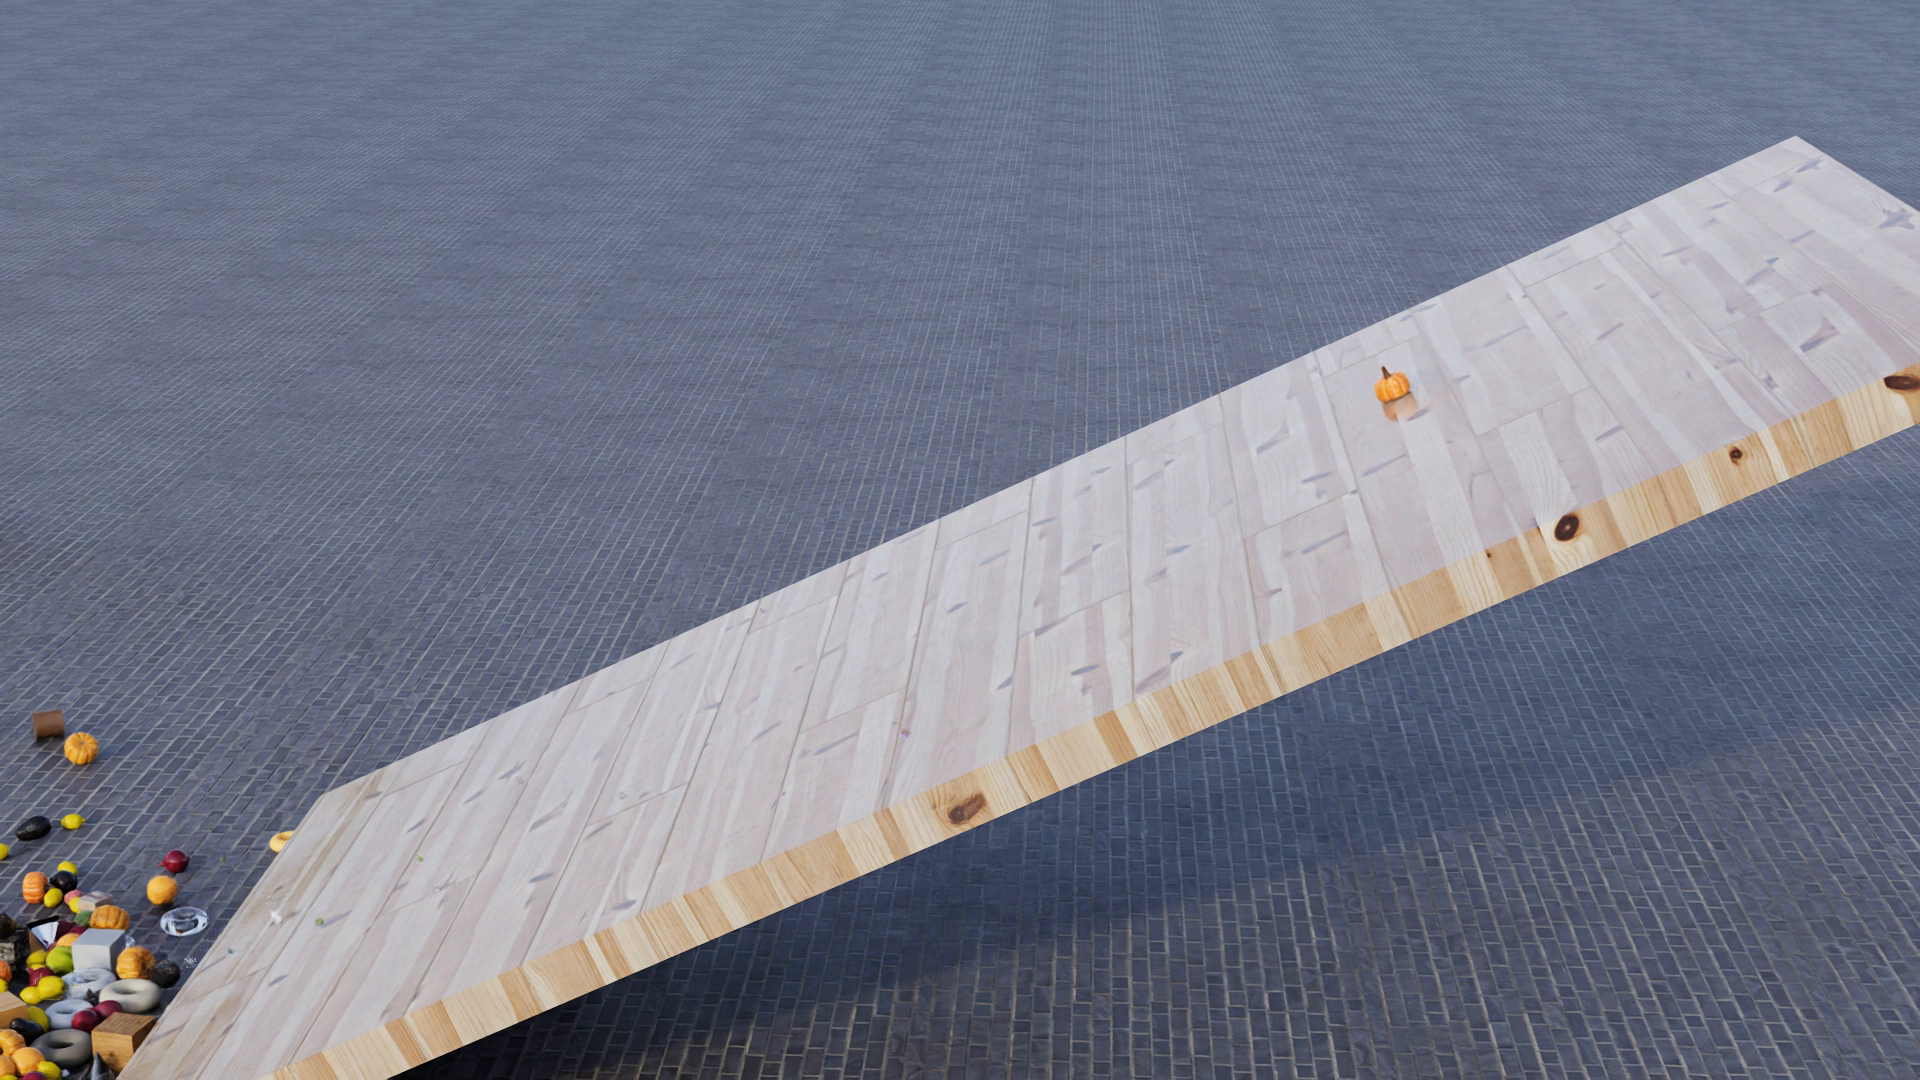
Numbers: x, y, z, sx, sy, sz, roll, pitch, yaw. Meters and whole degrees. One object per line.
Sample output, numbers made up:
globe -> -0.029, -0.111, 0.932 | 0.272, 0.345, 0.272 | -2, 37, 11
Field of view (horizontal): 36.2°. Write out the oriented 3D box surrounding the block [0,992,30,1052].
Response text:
block -> -2.073, 1.042, 6.346 | 0.092, 0.092, 0.092 | -14, 21, -40

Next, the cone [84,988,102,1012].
cone -> -1.928, 1.015, 6.516 | 0.053, 0.053, 0.053 | 0, 16, 0

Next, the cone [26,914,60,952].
cone -> -2.116, 0.918, 6.817 | 0.081, 0.081, 0.081 | -15, -1, 0

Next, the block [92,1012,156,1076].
block -> -1.772, 1.071, 6.241 | 0.096, 0.096, 0.096 | 4, 16, 14

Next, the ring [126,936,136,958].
ring -> -1.959, 0.943, 6.800 | 0.108, 0.036, 0.108 | 1, 17, 0

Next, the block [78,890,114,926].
block -> -2.055, 0.876, 6.999 | 0.057, 0.057, 0.057 | 9, 18, 29

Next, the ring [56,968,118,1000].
ring -> -1.957, 0.998, 6.594 | 0.131, 0.044, 0.131 | -1, 15, 0

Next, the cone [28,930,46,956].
cone -> -2.151, 0.928, 6.813 | 0.056, 0.056, 0.056 | -3, 17, 1

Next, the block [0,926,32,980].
block -> -2.181, 0.942, 6.703 | 0.092, 0.092, 0.092 | 1, 16, 3

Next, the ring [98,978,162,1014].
ring -> -1.843, 1.014, 6.533 | 0.136, 0.045, 0.136 | 1, 15, 0

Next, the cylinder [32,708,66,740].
cylinder -> -2.553, 0.516, 8.235 | 0.076, 0.076, 0.076 | -11, 19, -23

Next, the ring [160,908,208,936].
ring -> -1.832, 0.901, 6.948 | 0.112, 0.037, 0.112 | 1, 17, 0

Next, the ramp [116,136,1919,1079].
ramp -> 0.136, 0.169, 6.282 | 4.000, 0.100, 2.000 | -24, 13, 9

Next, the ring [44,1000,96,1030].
ring -> -1.953, 1.042, 6.450 | 0.111, 0.037, 0.111 | 0, 17, 0

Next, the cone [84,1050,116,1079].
cone -> -1.807, 1.103, 6.168 | 0.072, 0.072, 0.072 | 0, 16, 0

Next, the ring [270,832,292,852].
ring -> -1.694, 0.764, 7.437 | 0.101, 0.034, 0.101 | -1, 15, 0

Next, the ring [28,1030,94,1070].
ring -> -1.914, 1.087, 6.274 | 0.139, 0.046, 0.139 | 0, 17, 0

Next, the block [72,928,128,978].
block -> -1.957, 0.945, 6.694 | 0.090, 0.090, 0.090 | 2, 16, 7
